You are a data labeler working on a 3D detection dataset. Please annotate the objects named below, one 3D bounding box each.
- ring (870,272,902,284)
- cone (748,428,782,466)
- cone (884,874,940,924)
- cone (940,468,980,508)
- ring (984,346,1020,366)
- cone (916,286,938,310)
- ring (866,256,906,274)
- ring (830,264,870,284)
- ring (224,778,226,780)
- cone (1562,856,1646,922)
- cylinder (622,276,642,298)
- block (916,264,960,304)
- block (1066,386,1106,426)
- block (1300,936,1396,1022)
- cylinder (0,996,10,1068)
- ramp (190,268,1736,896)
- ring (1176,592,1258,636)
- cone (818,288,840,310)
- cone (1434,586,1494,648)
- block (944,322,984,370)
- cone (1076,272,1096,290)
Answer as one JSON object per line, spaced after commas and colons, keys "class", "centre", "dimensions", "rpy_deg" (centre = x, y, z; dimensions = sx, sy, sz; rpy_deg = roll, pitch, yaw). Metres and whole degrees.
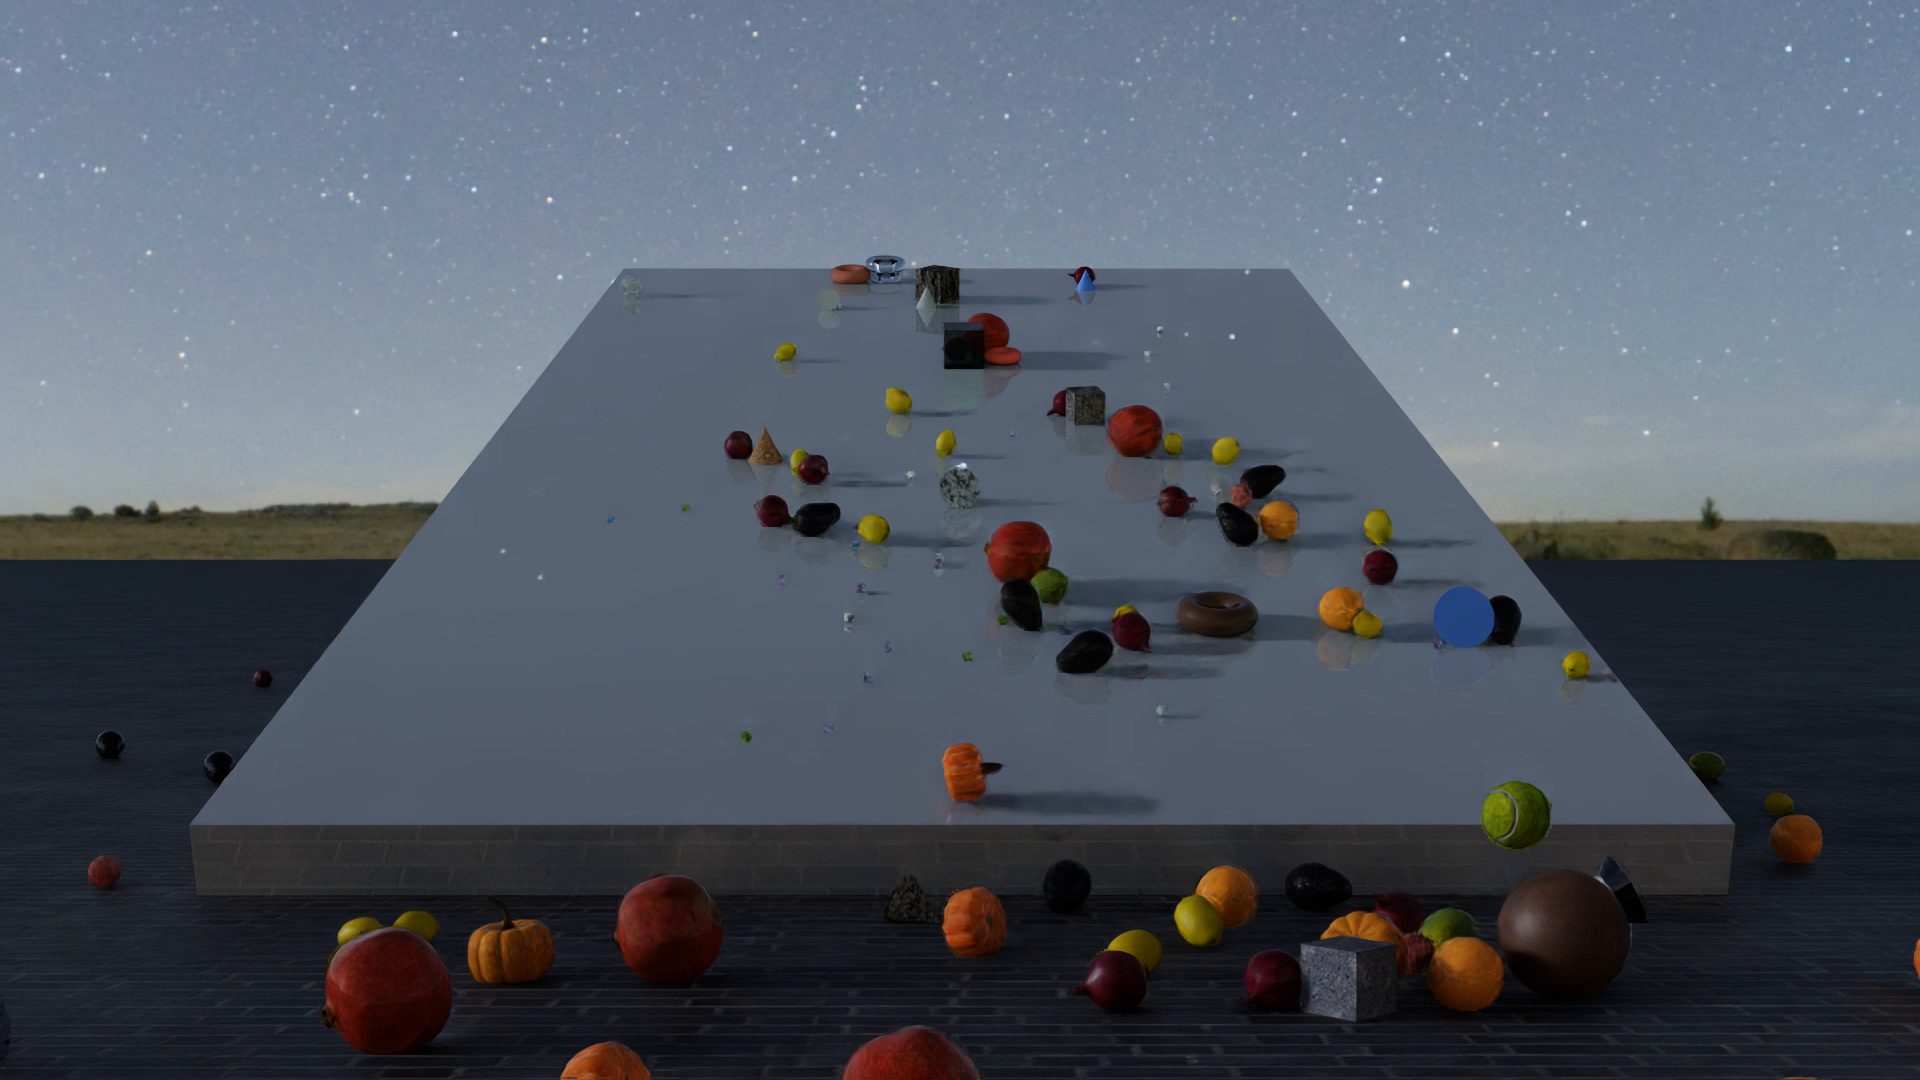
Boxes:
{"class": "ring", "centre": [-0.216, -0.770, 6.493], "dimensions": [0.092, 0.031, 0.092], "rpy_deg": [1, 18, 0]}
{"class": "cone", "centre": [-0.401, -0.198, 4.578], "dimensions": [0.072, 0.072, 0.072], "rpy_deg": [0, 17, 0]}
{"class": "cone", "centre": [-0.048, 0.448, 2.688], "dimensions": [0.064, 0.064, 0.064], "rpy_deg": [29, 12, 23]}
{"class": "cone", "centre": [-0.006, -0.093, 4.304], "dimensions": [0.079, 0.079, 0.079], "rpy_deg": [0, -10, -8]}
{"class": "ring", "centre": [0.104, -0.452, 5.470], "dimensions": [0.093, 0.031, 0.093], "rpy_deg": [-1, 18, 0]}
{"class": "cone", "centre": [-0.092, -0.670, 6.122], "dimensions": [0.059, 0.059, 0.059], "rpy_deg": [0, 17, 0]}
{"class": "ring", "centre": [-0.217, -0.804, 6.487], "dimensions": [0.119, 0.040, 0.119], "rpy_deg": [1, 16, 0]}
{"class": "ring", "centre": [-0.319, -0.775, 6.493], "dimensions": [0.118, 0.039, 0.118], "rpy_deg": [0, 21, 0]}
{"class": "ring", "centre": [-1.267, 0.448, 4.038], "dimensions": [0.140, 0.047, 0.140], "rpy_deg": [1, -2, 0]}
{"class": "cone", "centre": [0.767, 0.443, 2.693], "dimensions": [0.089, 0.089, 0.089], "rpy_deg": [-27, 0, 0]}
{"class": "cylinder", "centre": [-0.926, -0.715, 6.274], "dimensions": [0.054, 0.054, 0.054], "rpy_deg": [0, 17, -10]}
{"class": "block", "centre": [-0.063, -0.714, 6.217], "dimensions": [0.088, 0.088, 0.088], "rpy_deg": [13, 21, 35]}
{"class": "block", "centre": [0.276, -0.296, 4.903], "dimensions": [0.069, 0.069, 0.069], "rpy_deg": [-4, 18, -13]}
{"class": "block", "centre": [0.379, 0.427, 2.169], "dimensions": [0.066, 0.066, 0.066], "rpy_deg": [0, 0, -44]}
{"class": "cylinder", "centre": [-0.859, 0.418, 1.870], "dimensions": [0.081, 0.081, 0.081], "rpy_deg": [0, 0, 34]}
{"class": "ramp", "centre": [-0.003, -0.177, 4.803], "dimensions": [2.000, 0.100, 4.000], "rpy_deg": [0, 17, 0]}
{"class": "ring", "centre": [0.416, 0.119, 3.609], "dimensions": [0.134, 0.045, 0.134], "rpy_deg": [1, 17, 0]}
{"class": "cone", "centre": [-0.357, -0.654, 6.122], "dimensions": [0.063, 0.063, 0.063], "rpy_deg": [0, -9, 5]}
{"class": "cone", "centre": [0.797, 0.130, 3.575], "dimensions": [0.098, 0.098, 0.098], "rpy_deg": [0, -9, -2]}
{"class": "block", "centre": [0.009, -0.475, 5.432], "dimensions": [0.096, 0.096, 0.096], "rpy_deg": [0, 17, -1]}
{"class": "cone", "centre": [0.361, -0.747, 6.377], "dimensions": [0.057, 0.057, 0.057], "rpy_deg": [0, 17, 0]}
